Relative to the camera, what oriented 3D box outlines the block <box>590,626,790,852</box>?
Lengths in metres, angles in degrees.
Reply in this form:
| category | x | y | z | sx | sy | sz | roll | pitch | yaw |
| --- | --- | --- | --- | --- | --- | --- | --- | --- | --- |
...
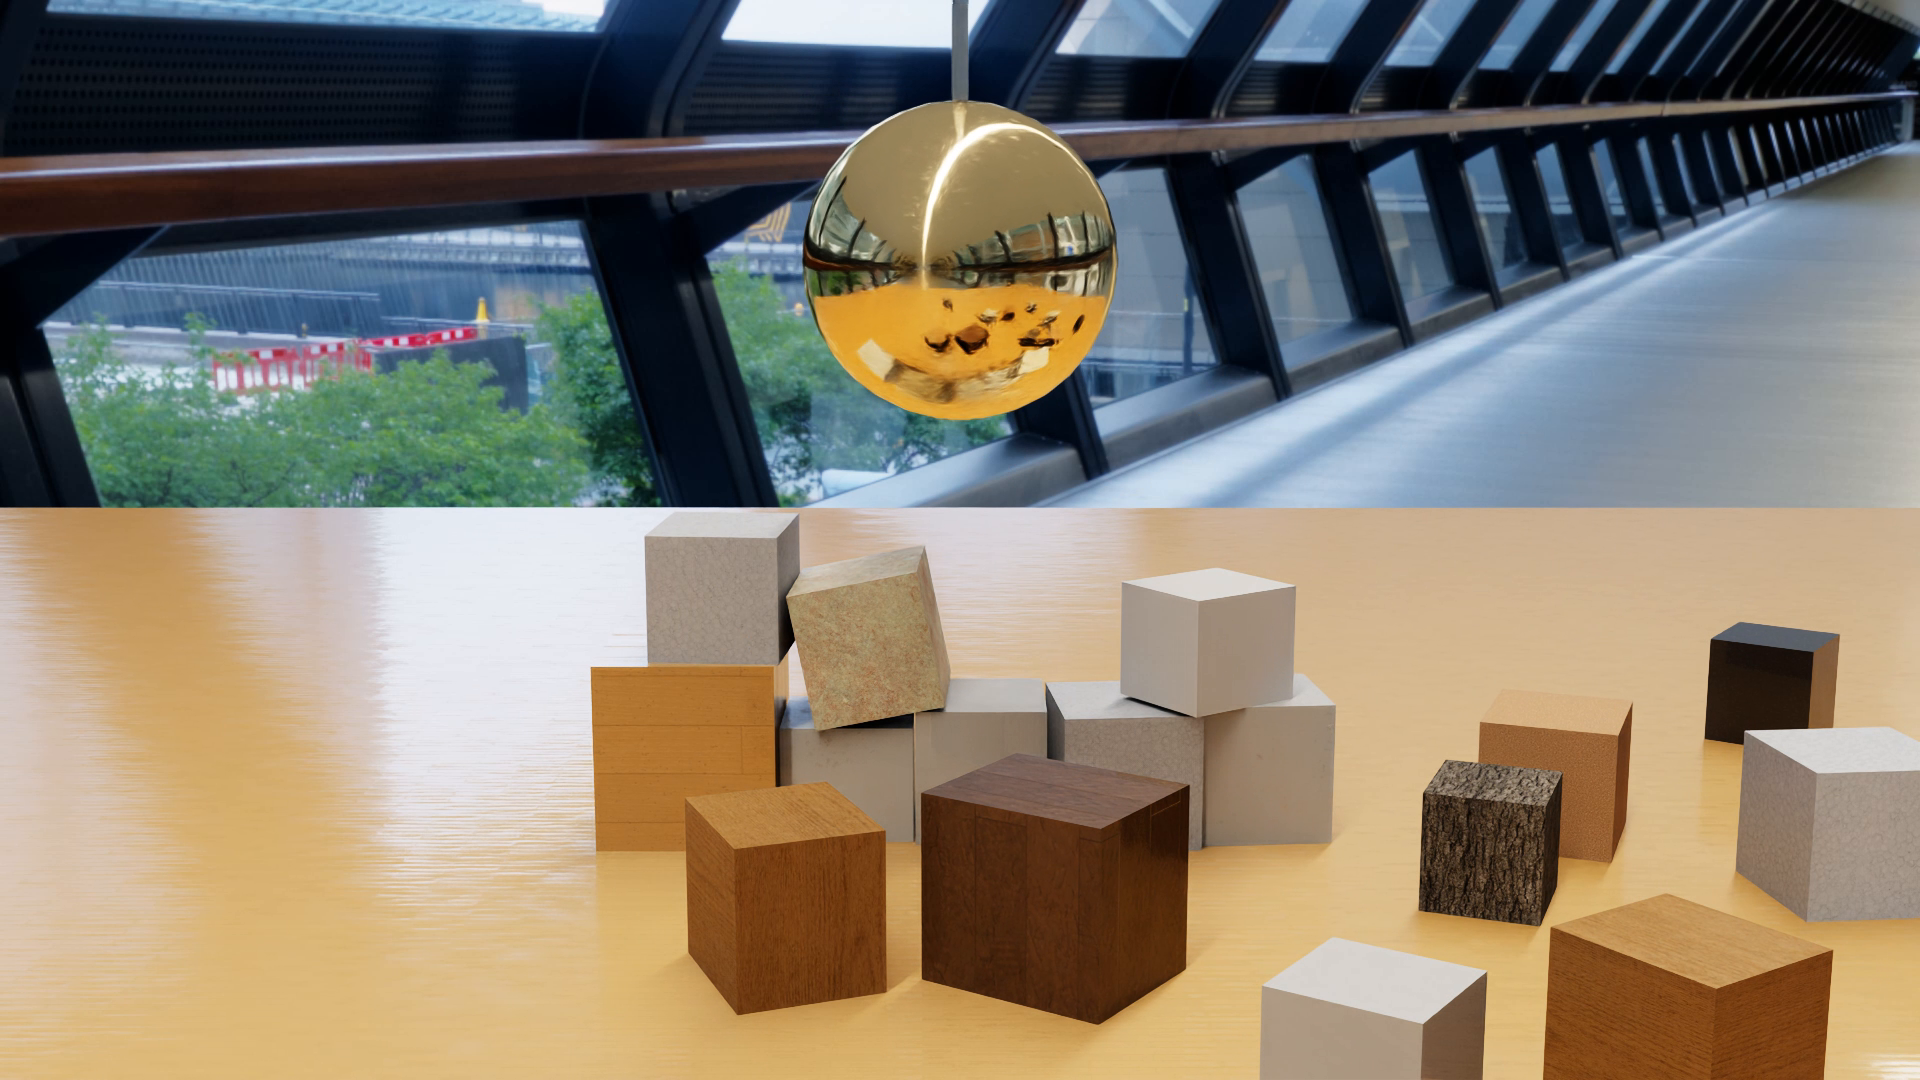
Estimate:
| category | x | y | z | sx | sy | sz | roll | pitch | yaw |
| --- | --- | --- | --- | --- | --- | --- | --- | --- | --- |
| block | -1.369 | 1.008 | 11.367 | 0.903 | 0.949 | 0.920 | 0 | 10 | 0 |

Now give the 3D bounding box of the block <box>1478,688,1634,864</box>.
| category | x | y | z | sx | sy | sz | roll | pitch | yaw |
| --- | --- | --- | --- | --- | --- | --- | --- | --- | --- |
| block | 3.034 | 1.188 | 11.217 | 0.665 | 0.650 | 0.729 | 4 | 11 | 22 |

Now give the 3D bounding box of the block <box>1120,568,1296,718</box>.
| category | x | y | z | sx | sy | sz | roll | pitch | yaw |
| --- | --- | --- | --- | --- | --- | --- | --- | --- | --- |
| block | 1.252 | 0.506 | 11.129 | 0.648 | 0.582 | 0.584 | -7 | 13 | -35 |

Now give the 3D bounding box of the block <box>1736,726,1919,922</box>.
| category | x | y | z | sx | sy | sz | roll | pitch | yaw |
| --- | --- | --- | --- | --- | --- | --- | --- | --- | --- |
| block | 4.176 | 1.322 | 10.329 | 0.730 | 0.703 | 0.725 | -1 | 10 | -6 |

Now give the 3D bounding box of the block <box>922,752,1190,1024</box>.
| category | x | y | z | sx | sy | sz | roll | pitch | yaw |
| --- | --- | --- | --- | --- | --- | --- | --- | --- | --- |
| block | 0.404 | 1.448 | 9.305 | 0.870 | 0.822 | 0.735 | 7 | 12 | 34 |

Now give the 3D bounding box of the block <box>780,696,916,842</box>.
| category | x | y | z | sx | sy | sz | roll | pitch | yaw |
| --- | --- | --- | --- | --- | --- | --- | --- | --- | --- |
| block | -0.571 | 1.180 | 11.414 | 0.671 | 0.593 | 0.654 | 0 | 10 | 0 |

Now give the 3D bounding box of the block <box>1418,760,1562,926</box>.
| category | x | y | z | sx | sy | sz | roll | pitch | yaw |
| --- | --- | --- | --- | --- | --- | --- | --- | --- | --- |
| block | 2.482 | 1.403 | 10.268 | 0.549 | 0.566 | 0.594 | 4 | 11 | 22 |

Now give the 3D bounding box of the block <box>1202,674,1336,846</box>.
| category | x | y | z | sx | sy | sz | roll | pitch | yaw |
| --- | --- | --- | --- | --- | --- | --- | --- | --- | --- |
| block | 1.516 | 1.126 | 11.361 | 0.671 | 0.720 | 0.668 | -1 | 10 | -5 |

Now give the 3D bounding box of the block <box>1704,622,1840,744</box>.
| category | x | y | z | sx | sy | sz | roll | pitch | yaw |
| --- | --- | --- | --- | --- | --- | --- | --- | --- | --- |
| block | 4.828 | 0.871 | 13.073 | 0.587 | 0.610 | 0.576 | 7 | 13 | 35 |

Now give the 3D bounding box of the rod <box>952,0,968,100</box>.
| category | x | y | z | sx | sy | sz | roll | pitch | yaw |
| --- | --- | --- | --- | --- | --- | --- | --- | --- | --- |
| rod | 0.000 | -4.733 | 10.404 | 0.080 | 5.200 | 0.080 | 0 | 12 | 0 |

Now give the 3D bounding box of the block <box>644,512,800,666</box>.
| category | x | y | z | sx | sy | sz | roll | pitch | yaw |
| --- | --- | --- | --- | --- | --- | --- | --- | --- | --- |
| block | -1.194 | 0.235 | 11.184 | 0.658 | 0.639 | 0.726 | 1 | 10 | 4 |

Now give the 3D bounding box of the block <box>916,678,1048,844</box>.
| category | x | y | z | sx | sy | sz | roll | pitch | yaw |
| --- | --- | --- | --- | --- | --- | --- | --- | --- | --- |
| block | 0.105 | 1.137 | 11.383 | 0.659 | 0.691 | 0.697 | 0 | 10 | 0 |

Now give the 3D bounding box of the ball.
| category | x | y | z | sx | sy | sz | roll | pitch | yaw |
| --- | --- | --- | --- | --- | --- | --- | --- | --- | --- |
| ball | 0.000 | -1.409 | 11.118 | 1.600 | 1.600 | 1.600 | 0 | 10 | 0 |

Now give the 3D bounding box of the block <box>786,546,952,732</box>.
| category | x | y | z | sx | sy | sz | roll | pitch | yaw |
| --- | --- | --- | --- | --- | --- | --- | --- | --- | --- |
| block | -0.454 | 0.490 | 11.291 | 0.659 | 0.696 | 0.777 | -11 | 9 | 4 |

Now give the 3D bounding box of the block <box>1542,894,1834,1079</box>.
| category | x | y | z | sx | sy | sz | roll | pitch | yaw |
| --- | --- | --- | --- | --- | --- | --- | --- | --- | --- |
| block | 2.633 | 1.765 | 7.992 | 0.652 | 0.669 | 0.722 | -7 | 12 | -33 |

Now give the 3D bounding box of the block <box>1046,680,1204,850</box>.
| category | x | y | z | sx | sy | sz | roll | pitch | yaw |
| --- | --- | --- | --- | --- | --- | --- | --- | --- | --- |
| block | 0.830 | 1.152 | 11.285 | 0.695 | 0.695 | 0.750 | -1 | 10 | -5 |

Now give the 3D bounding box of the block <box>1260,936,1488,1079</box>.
| category | x | y | z | sx | sy | sz | roll | pitch | yaw |
| --- | --- | --- | --- | --- | --- | --- | --- | --- | --- |
| block | 1.474 | 1.837 | 7.851 | 0.602 | 0.576 | 0.582 | 7 | 12 | 34 |

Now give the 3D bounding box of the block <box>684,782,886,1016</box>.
| category | x | y | z | sx | sy | sz | roll | pitch | yaw |
| --- | --- | --- | --- | --- | --- | --- | --- | --- | --- |
| block | -0.748 | 1.501 | 9.340 | 0.646 | 0.705 | 0.758 | -4 | 11 | -22 |
